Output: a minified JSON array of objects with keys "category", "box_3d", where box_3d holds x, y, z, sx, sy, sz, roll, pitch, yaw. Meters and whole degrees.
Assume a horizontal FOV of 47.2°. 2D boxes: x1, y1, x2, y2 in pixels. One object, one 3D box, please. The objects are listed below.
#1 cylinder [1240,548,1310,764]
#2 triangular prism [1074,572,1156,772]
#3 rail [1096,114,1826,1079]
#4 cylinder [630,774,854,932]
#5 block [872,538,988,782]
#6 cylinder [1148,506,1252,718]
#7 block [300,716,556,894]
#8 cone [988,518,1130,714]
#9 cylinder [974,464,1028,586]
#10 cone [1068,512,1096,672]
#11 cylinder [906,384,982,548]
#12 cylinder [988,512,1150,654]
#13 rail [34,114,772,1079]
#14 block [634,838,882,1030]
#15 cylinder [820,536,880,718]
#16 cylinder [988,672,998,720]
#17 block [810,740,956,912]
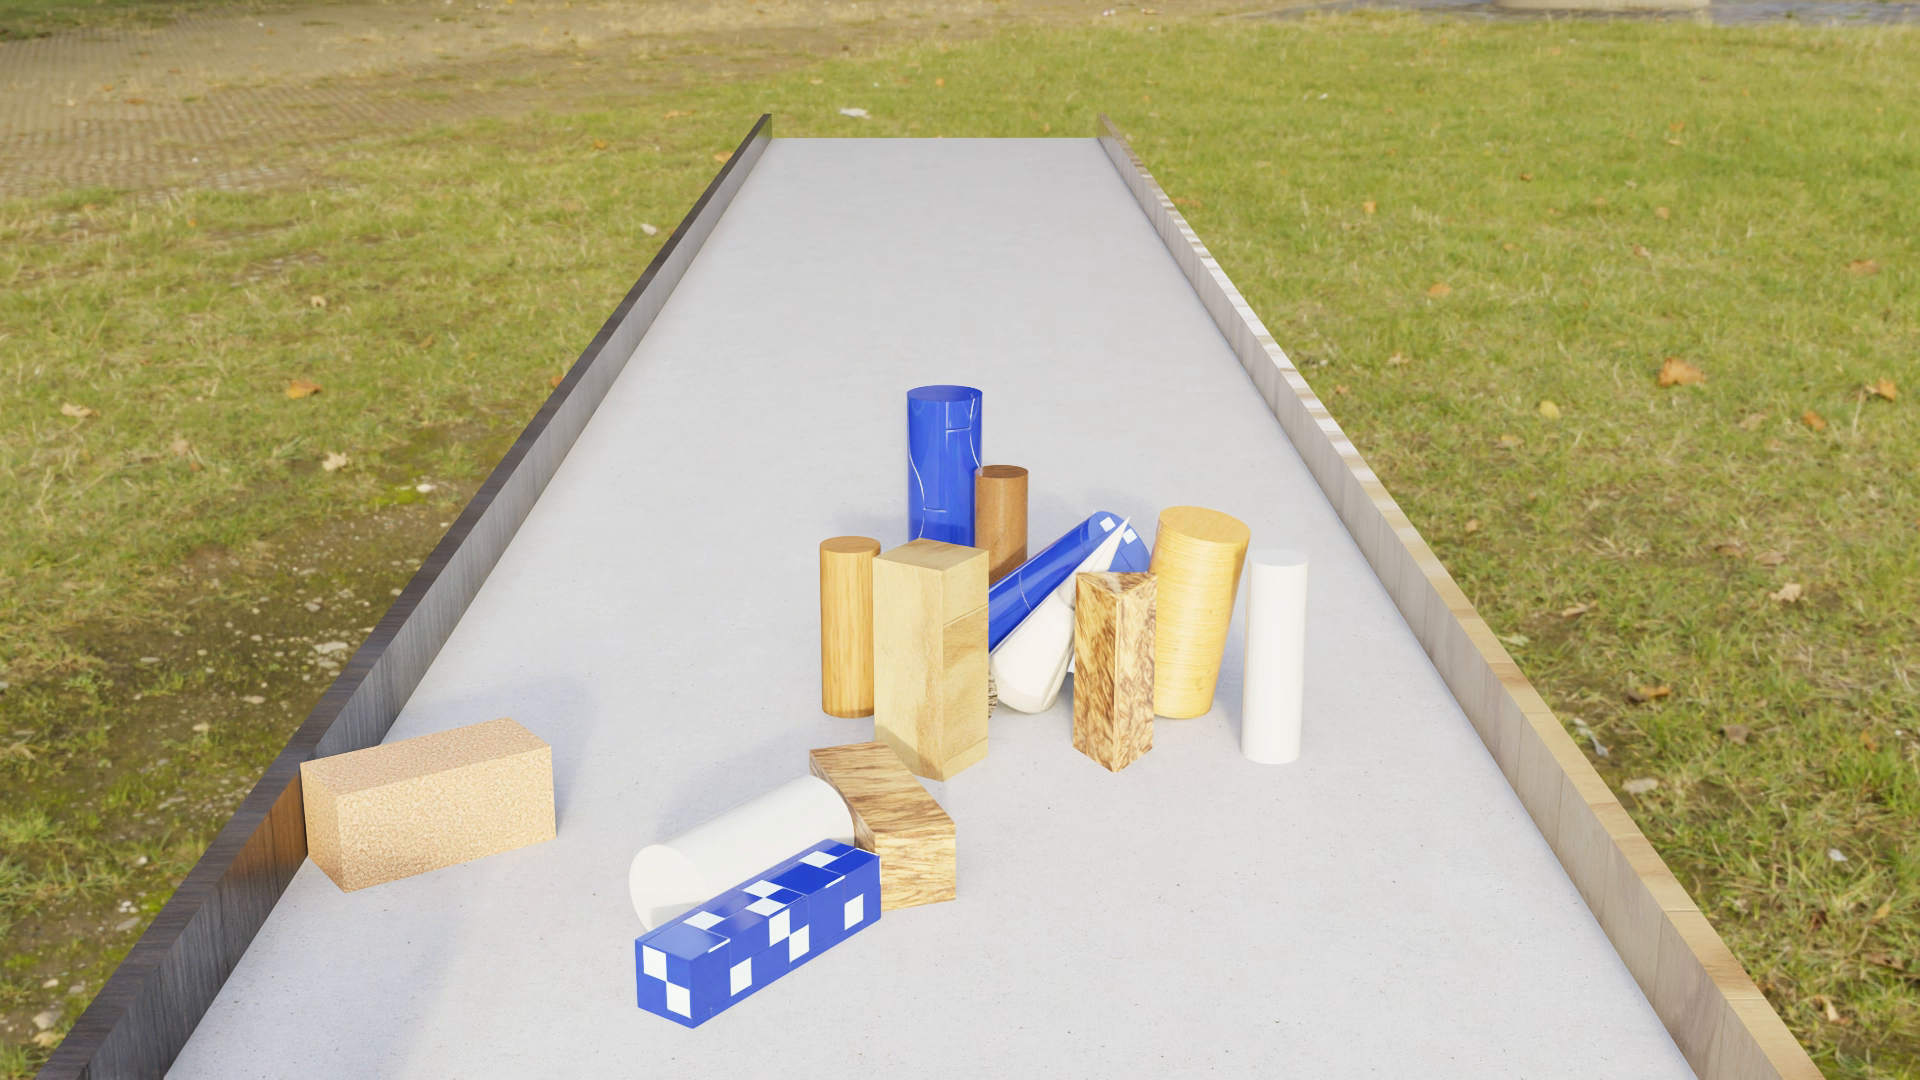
[{"category":"cylinder","box_3d":[0.557,0.206,3.892,0.106,0.366,0.106,0,17,0]},{"category":"triangular prism","box_3d":[0.257,0.224,3.895,0.121,0.329,0.140,10,19,30]},{"category":"rail","box_3d":[0.932,-0.844,7.801,0.050,0.150,12.000,0,17,-1]},{"category":"cylinder","box_3d":[-0.325,0.483,3.317,0.164,0.164,0.326,12,20,34]},{"category":"block","box_3d":[-0.050,0.208,3.855,0.145,0.383,0.145,11,20,32]},{"category":"cylinder","box_3d":[0.421,0.134,4.102,0.171,0.358,0.171,9,22,-4]},{"category":"block","box_3d":[-0.851,0.420,3.531,0.355,0.162,0.162,-11,20,-33]},{"category":"cone","box_3d":[0.207,0.112,4.039,0.157,0.450,0.157,20,38,-16]},{"category":"cylinder","box_3d":[0.087,0.010,4.633,0.113,0.319,0.113,0,17,0]},{"category":"cone","box_3d":[0.265,0.090,4.376,0.174,0.313,0.174,0,17,0]},{"category":"cylinder","box_3d":[-0.034,-0.119,4.885,0.168,0.423,0.168,0,17,0]},{"category":"cylinder","box_3d":[0.186,0.107,4.239,0.352,0.176,0.176,-36,-6,34]},{"category":"rail","box_3d":[-1.118,-0.838,7.780,0.050,0.150,12.000,0,17,-1]},{"category":"block","box_3d":[-0.283,0.559,3.164,0.104,0.104,0.414,12,20,34]},{"category":"cylinder","box_3d":[-0.204,0.163,4.114,0.113,0.322,0.113,0,17,0]},{"category":"cylinder","box_3d":[-0.083,0.241,4.176,0.137,0.137,0.402,-8,18,-26]},{"category":"block","box_3d":[-0.128,0.449,3.495,0.127,0.127,0.361,-6,18,-19]}]
